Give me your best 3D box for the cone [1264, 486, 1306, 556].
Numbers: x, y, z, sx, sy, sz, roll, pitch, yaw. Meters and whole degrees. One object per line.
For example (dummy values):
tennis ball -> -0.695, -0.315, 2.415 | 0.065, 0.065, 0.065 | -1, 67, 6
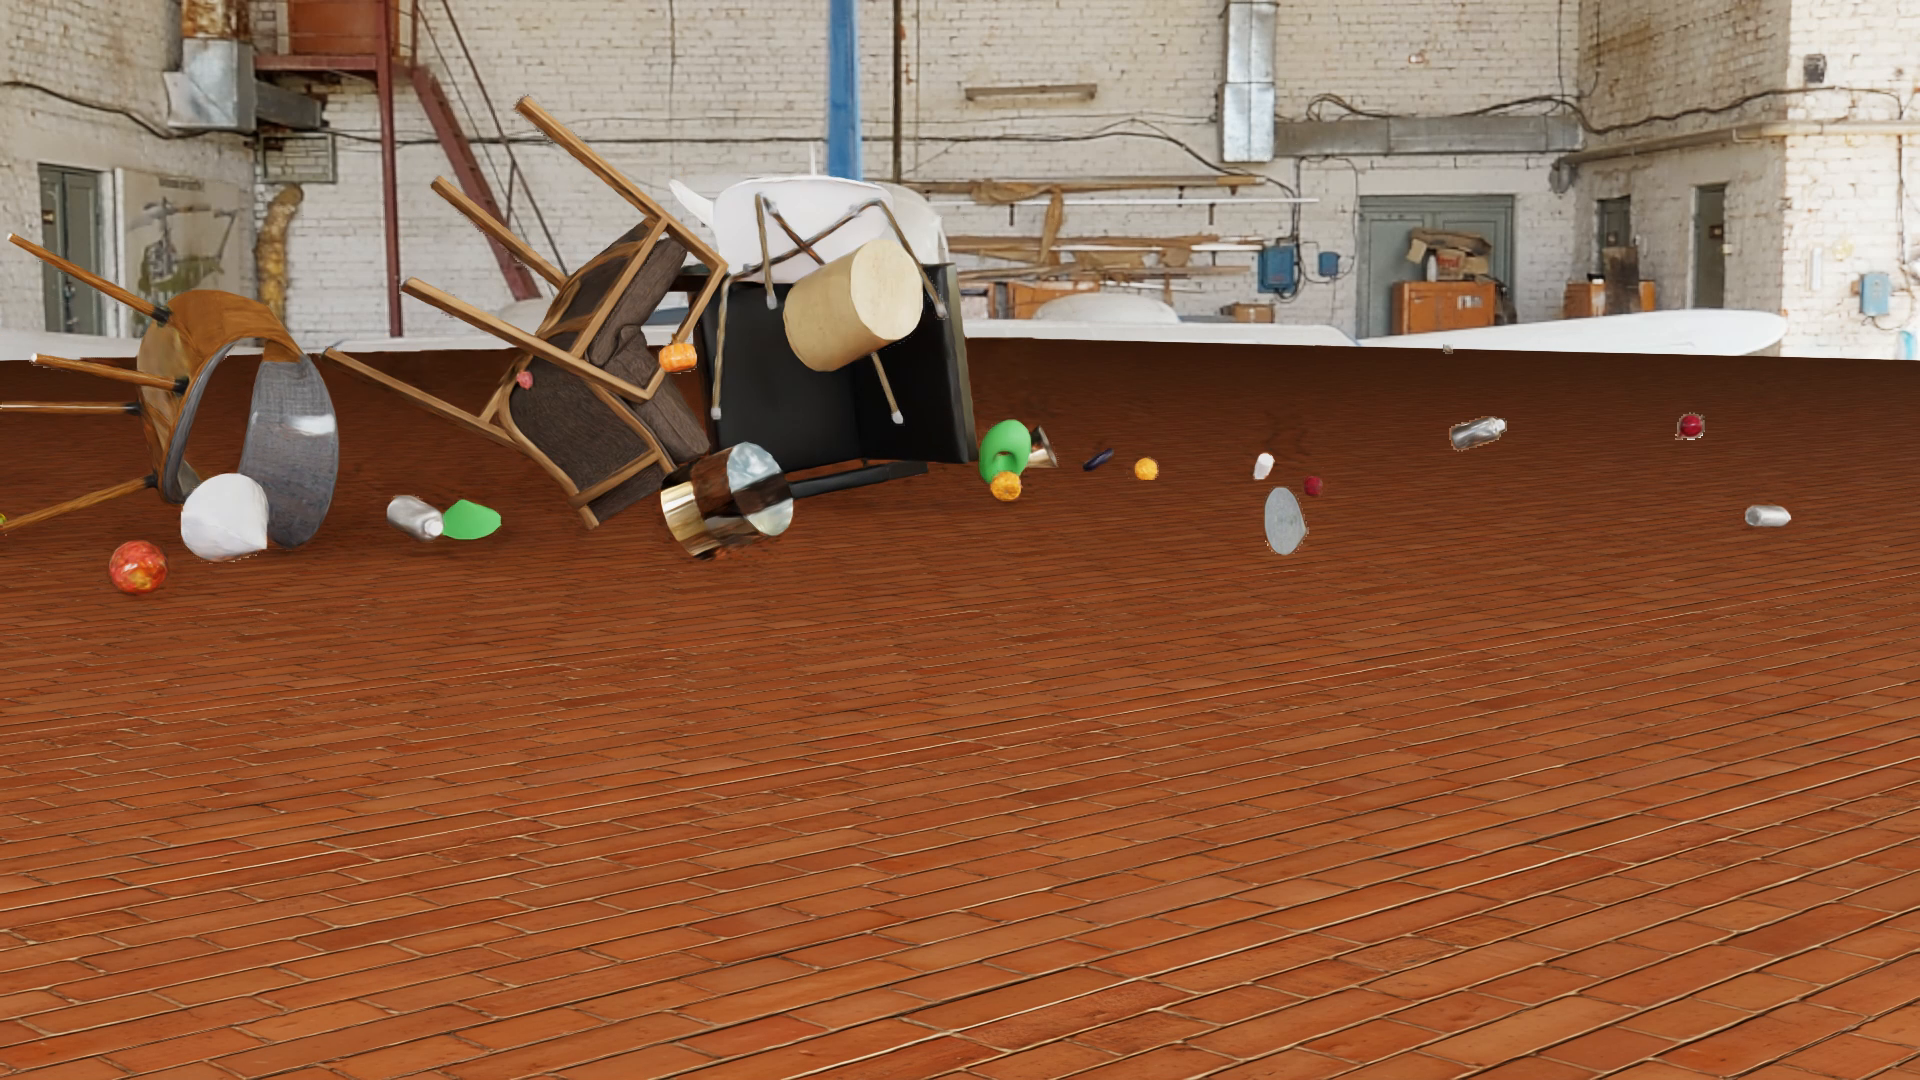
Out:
cone -> 0.800, -0.034, 6.130 | 0.098, 0.171, 0.115 | -18, -23, 33

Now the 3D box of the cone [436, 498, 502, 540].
cone -> -1.233, -0.073, 6.390 | 0.162, 0.098, 0.118 | -3, -30, -2

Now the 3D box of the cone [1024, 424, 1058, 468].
cone -> 0.208, -0.285, 8.801 | 0.204, 0.187, 0.120 | -21, 42, 10

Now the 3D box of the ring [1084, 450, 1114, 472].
ring -> 0.468, -0.269, 8.671 | 0.128, 0.034, 0.087 | -33, 5, -31

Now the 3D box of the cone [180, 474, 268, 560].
cone -> -1.464, -0.014, 5.257 | 0.186, 0.193, 0.197 | 28, -2, 43

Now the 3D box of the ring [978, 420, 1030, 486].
ring -> 0.137, -0.269, 7.942 | 0.153, 0.101, 0.286 | 15, -35, -6

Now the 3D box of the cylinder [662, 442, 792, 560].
cylinder -> -0.537, -0.089, 5.926 | 0.196, 0.221, 0.240 | -19, -31, 29

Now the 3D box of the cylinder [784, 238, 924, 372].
cylinder -> -0.265, -0.580, 6.364 | 0.221, 0.262, 0.290 | 17, -23, -34
